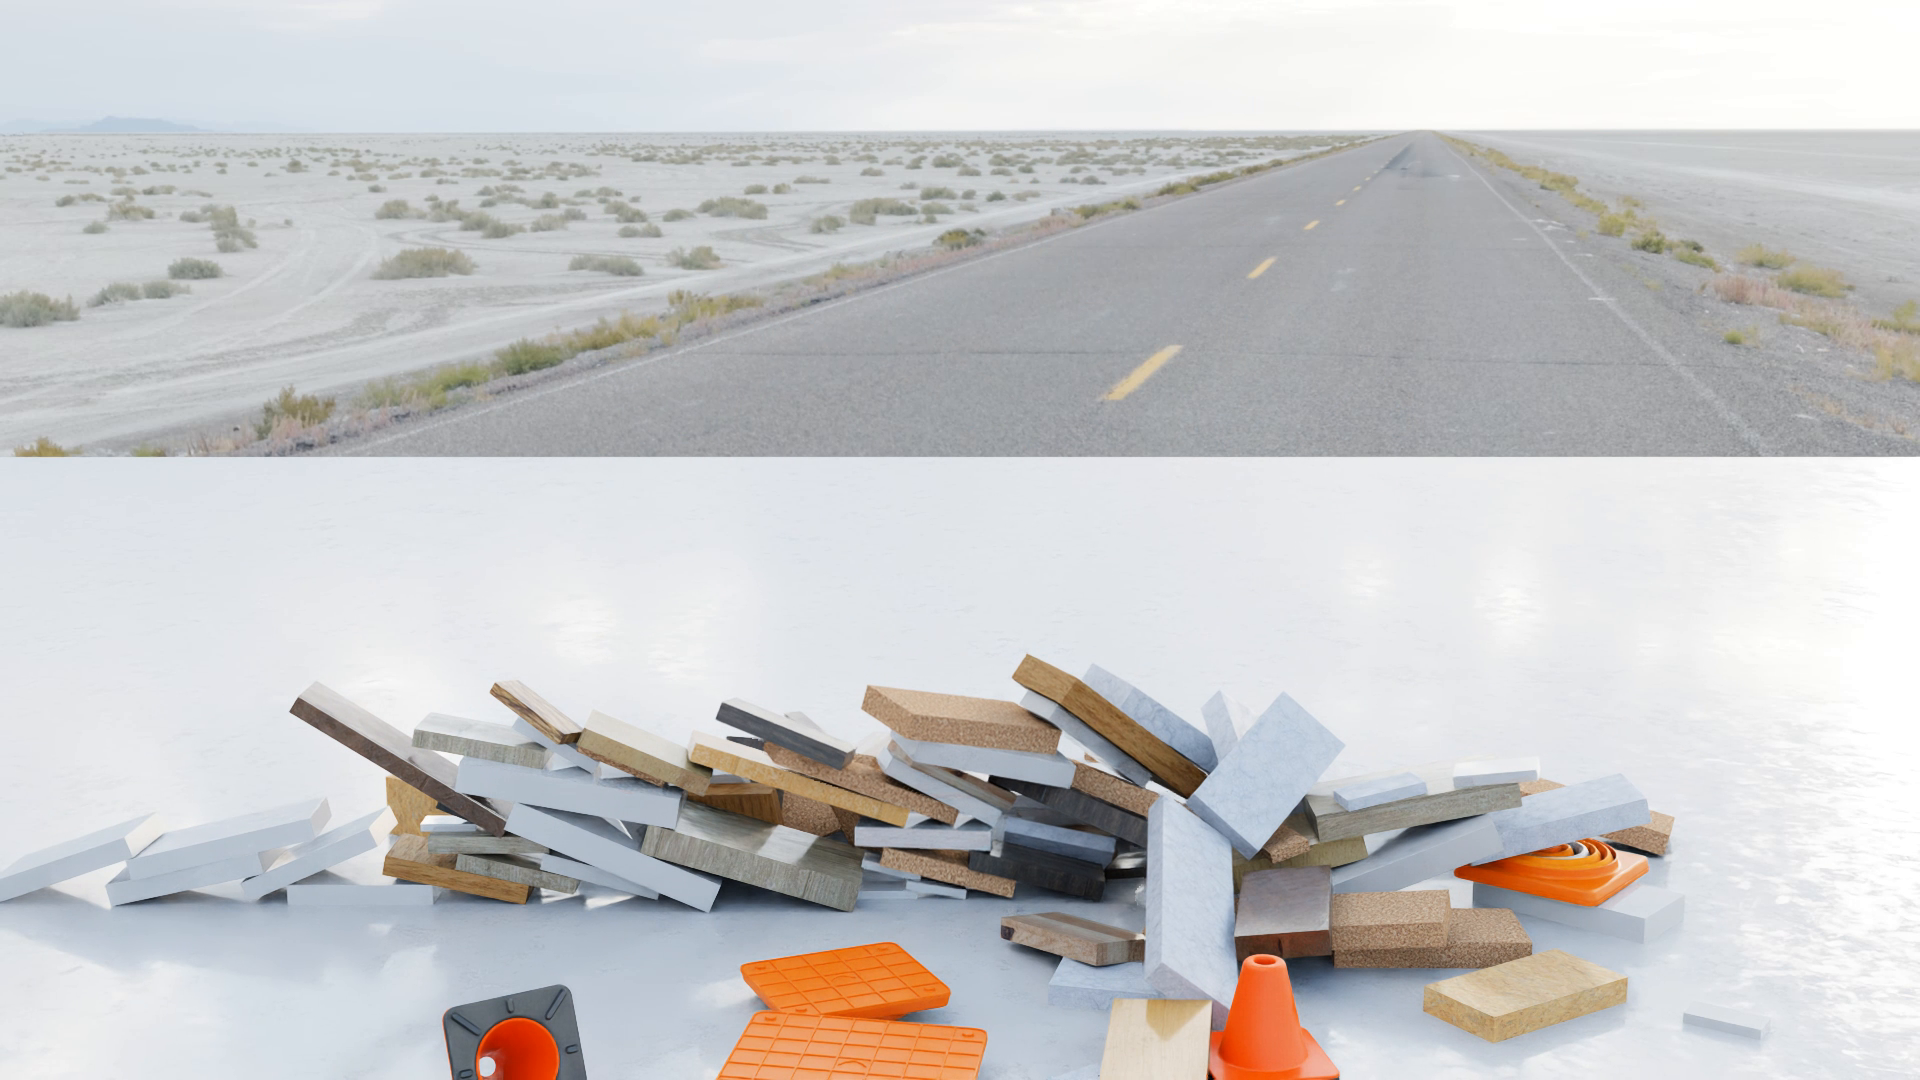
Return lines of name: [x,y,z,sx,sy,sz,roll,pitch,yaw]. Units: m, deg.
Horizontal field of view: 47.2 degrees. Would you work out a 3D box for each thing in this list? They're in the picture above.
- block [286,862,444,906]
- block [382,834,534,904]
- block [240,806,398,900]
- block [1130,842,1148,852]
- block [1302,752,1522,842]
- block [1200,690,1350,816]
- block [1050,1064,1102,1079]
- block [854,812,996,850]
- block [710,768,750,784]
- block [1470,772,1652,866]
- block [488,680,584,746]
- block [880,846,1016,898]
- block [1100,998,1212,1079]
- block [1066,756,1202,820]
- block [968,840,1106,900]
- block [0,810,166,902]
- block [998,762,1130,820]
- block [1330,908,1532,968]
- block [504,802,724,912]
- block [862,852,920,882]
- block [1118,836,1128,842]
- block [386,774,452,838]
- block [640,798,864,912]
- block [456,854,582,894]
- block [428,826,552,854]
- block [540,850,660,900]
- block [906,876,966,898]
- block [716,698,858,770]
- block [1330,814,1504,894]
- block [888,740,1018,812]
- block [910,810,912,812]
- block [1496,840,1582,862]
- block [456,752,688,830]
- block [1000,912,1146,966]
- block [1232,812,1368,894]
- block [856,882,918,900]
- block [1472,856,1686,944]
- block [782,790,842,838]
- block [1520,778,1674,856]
block: [-0.986,0.572,3.671,0.238,0.034,0.119,0,11,0]
block: [-0.828,0.547,3.666,0.239,0.034,0.119,12,10,-2]
block: [-1.065,0.521,3.659,0.239,0.034,0.119,-23,10,6]
block: [0.372,0.544,3.865,0.132,0.019,0.066,4,11,22]
block: [0.736,0.420,3.608,0.329,0.047,0.164,-10,10,2]
block: [0.578,0.410,3.809,0.355,0.050,0.177,33,22,-25]
block: [0.155,0.723,2.911,0.108,0.015,0.054,-8,14,-38]
block: [-0.057,0.485,3.673,0.225,0.032,0.113,1,7,5]
block: [-0.462,0.439,3.783,0.211,0.105,0.030,-6,33,12]
block: [0.974,0.462,3.645,0.298,0.042,0.149,-14,9,4]
block: [-0.692,0.282,3.606,0.151,0.021,0.076,34,10,15]
block: [-0.018,0.542,3.679,0.225,0.032,0.113,14,7,0]
block: [0.265,0.686,2.943,0.137,0.039,0.274,-1,10,8]
block: [0.297,0.438,3.738,0.278,0.039,0.139,21,-2,12]
block: [0.126,0.545,3.666,0.225,0.032,0.113,13,7,-1]
block: [-1.470,0.527,3.661,0.259,0.037,0.130,-19,11,8]
block: [0.161,0.449,3.947,0.299,0.042,0.149,-4,11,-7]
block: [0.720,0.616,3.411,0.298,0.042,0.149,0,11,1]
block: [-0.563,0.498,3.647,0.357,0.051,0.179,23,9,-5]
block: [-0.113,0.544,3.665,0.100,0.014,0.050,13,7,1]
block: [0.319,0.509,3.958,0.093,0.026,0.185,-3,3,-8]
block: [-0.937,0.487,3.929,0.214,0.107,0.030,7,12,32]
block: [-0.340,0.516,3.652,0.357,0.051,0.179,16,10,-4]
block: [-0.728,0.540,3.657,0.198,0.028,0.099,13,10,-2]
block: [-0.773,0.491,3.648,0.198,0.028,0.099,0,10,0]
block: [-0.589,0.544,3.657,0.198,0.028,0.099,15,10,-3]
block: [-0.040,0.575,3.661,0.100,0.014,0.050,9,8,-3]
block: [-0.283,0.316,3.598,0.221,0.031,0.110,21,2,6]
block: [0.709,0.516,3.582,0.329,0.047,0.164,-23,9,8]
block: [-0.012,0.388,3.683,0.207,0.029,0.103,27,1,-27]
block: [-0.104,0.462,4.069,0.118,0.034,0.237,-9,14,-10]
block: [0.950,0.529,3.895,0.270,0.038,0.135,1,11,4]
block: [-0.632,0.395,3.625,0.357,0.051,0.179,10,10,-2]
block: [0.178,0.609,3.367,0.115,0.033,0.229,2,1,-37]
block: [0.500,0.523,3.650,0.329,0.047,0.164,-16,10,4]
block: [-0.121,0.584,3.664,0.100,0.014,0.050,0,11,-1]
block: [1.008,0.583,3.588,0.298,0.042,0.149,9,14,41]
block: [-0.255,0.474,3.907,0.218,0.109,0.031,-20,-14,-36]
block: [1.131,0.489,3.940,0.275,0.039,0.138,16,12,20]
